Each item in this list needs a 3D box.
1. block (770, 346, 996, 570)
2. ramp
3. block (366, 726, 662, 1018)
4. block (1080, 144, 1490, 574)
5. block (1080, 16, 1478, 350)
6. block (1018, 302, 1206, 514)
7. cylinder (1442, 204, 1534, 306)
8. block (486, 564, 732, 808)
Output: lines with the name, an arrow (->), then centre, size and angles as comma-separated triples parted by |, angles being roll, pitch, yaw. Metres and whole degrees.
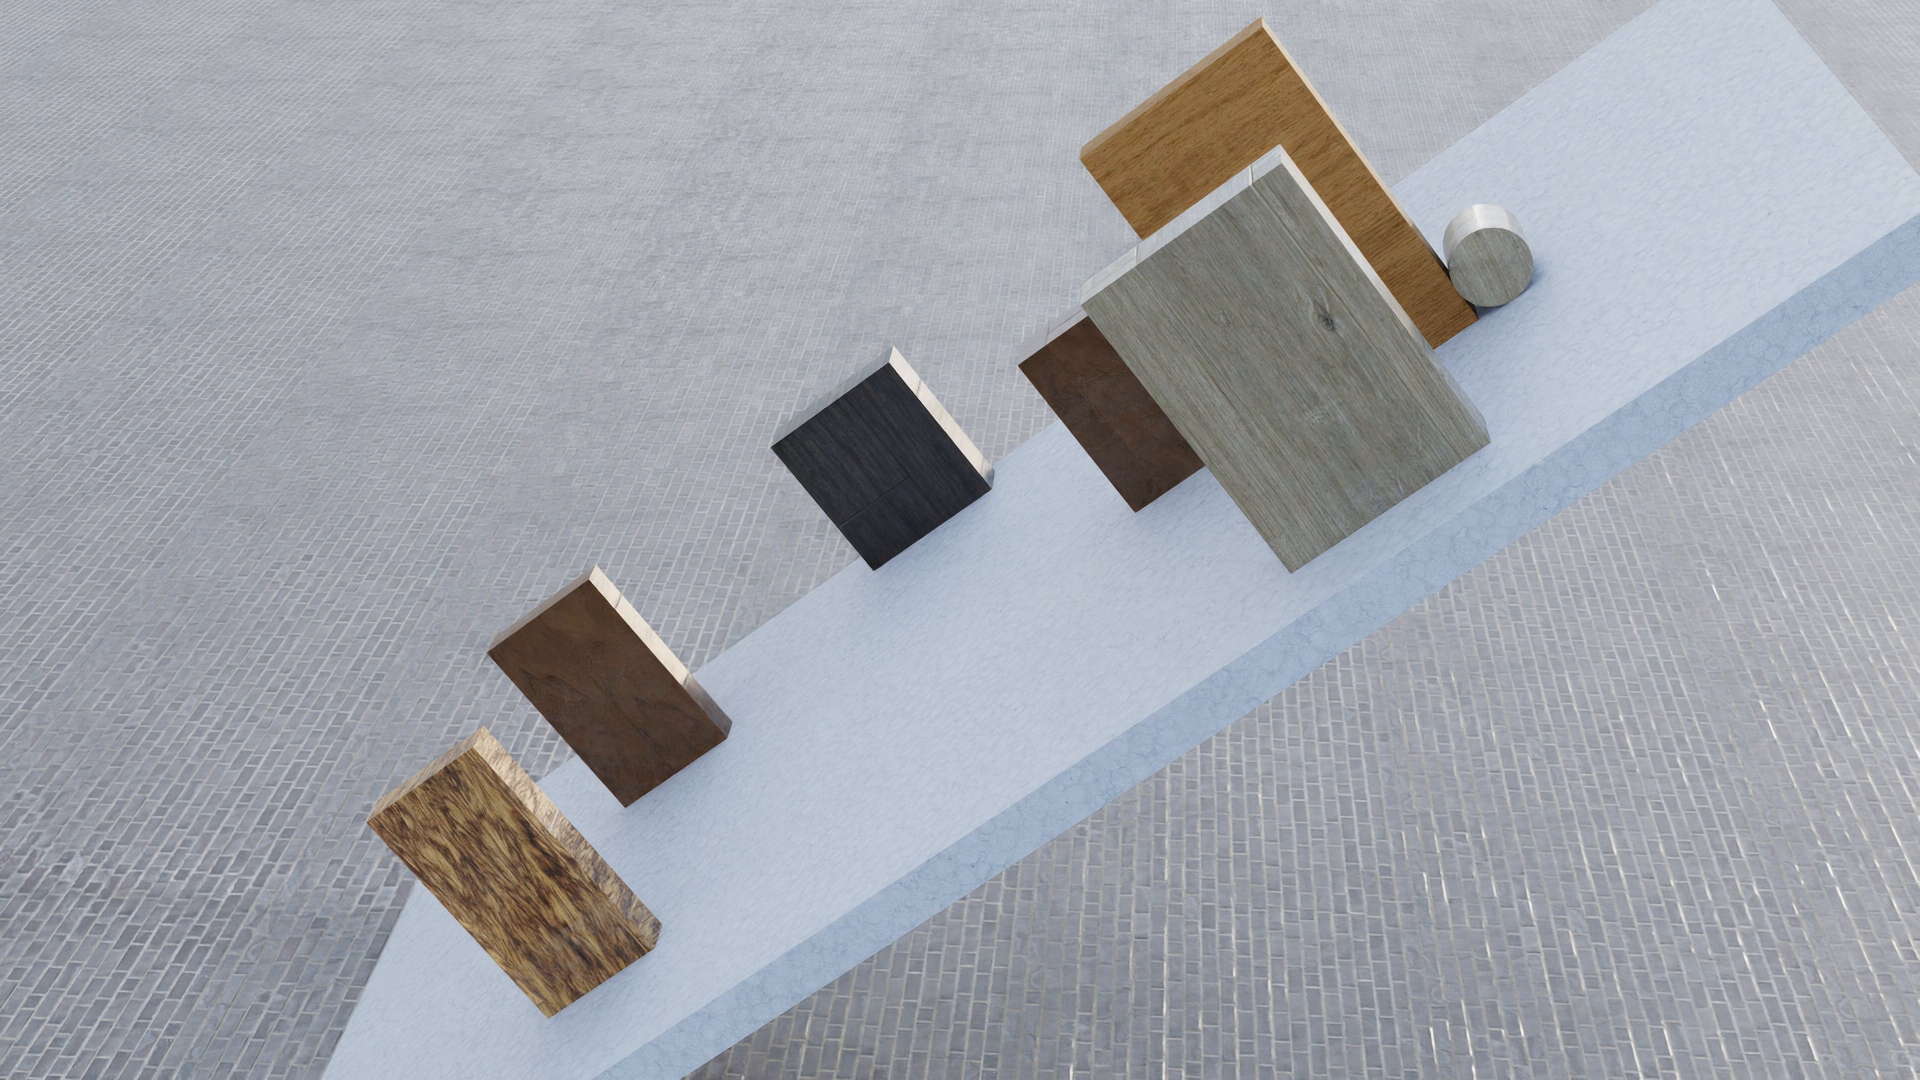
block -> -0.186, -0.196, 7.150 | 0.366, 0.403, 0.121 | -35, 16, 17
ramp -> 0.127, 0.180, 6.326 | 4.000, 0.100, 2.000 | -35, 16, 17
block -> -0.912, 0.686, 6.042 | 0.292, 0.569, 0.096 | -35, 16, 17
block -> 0.585, -0.318, 5.282 | 0.435, 0.641, 0.122 | -35, 16, 17
block -> 0.631, -0.605, 5.808 | 0.436, 0.730, 0.088 | -35, 16, 17
block -> 0.405, -0.344, 6.193 | 0.391, 0.412, 0.142 | -35, 16, 17
cylinder -> 1.042, -0.564, 5.814 | 0.162, 0.162, 0.162 | 2, 23, 4
block -> -0.820, 0.347, 6.902 | 0.317, 0.503, 0.086 | -35, 16, 17
